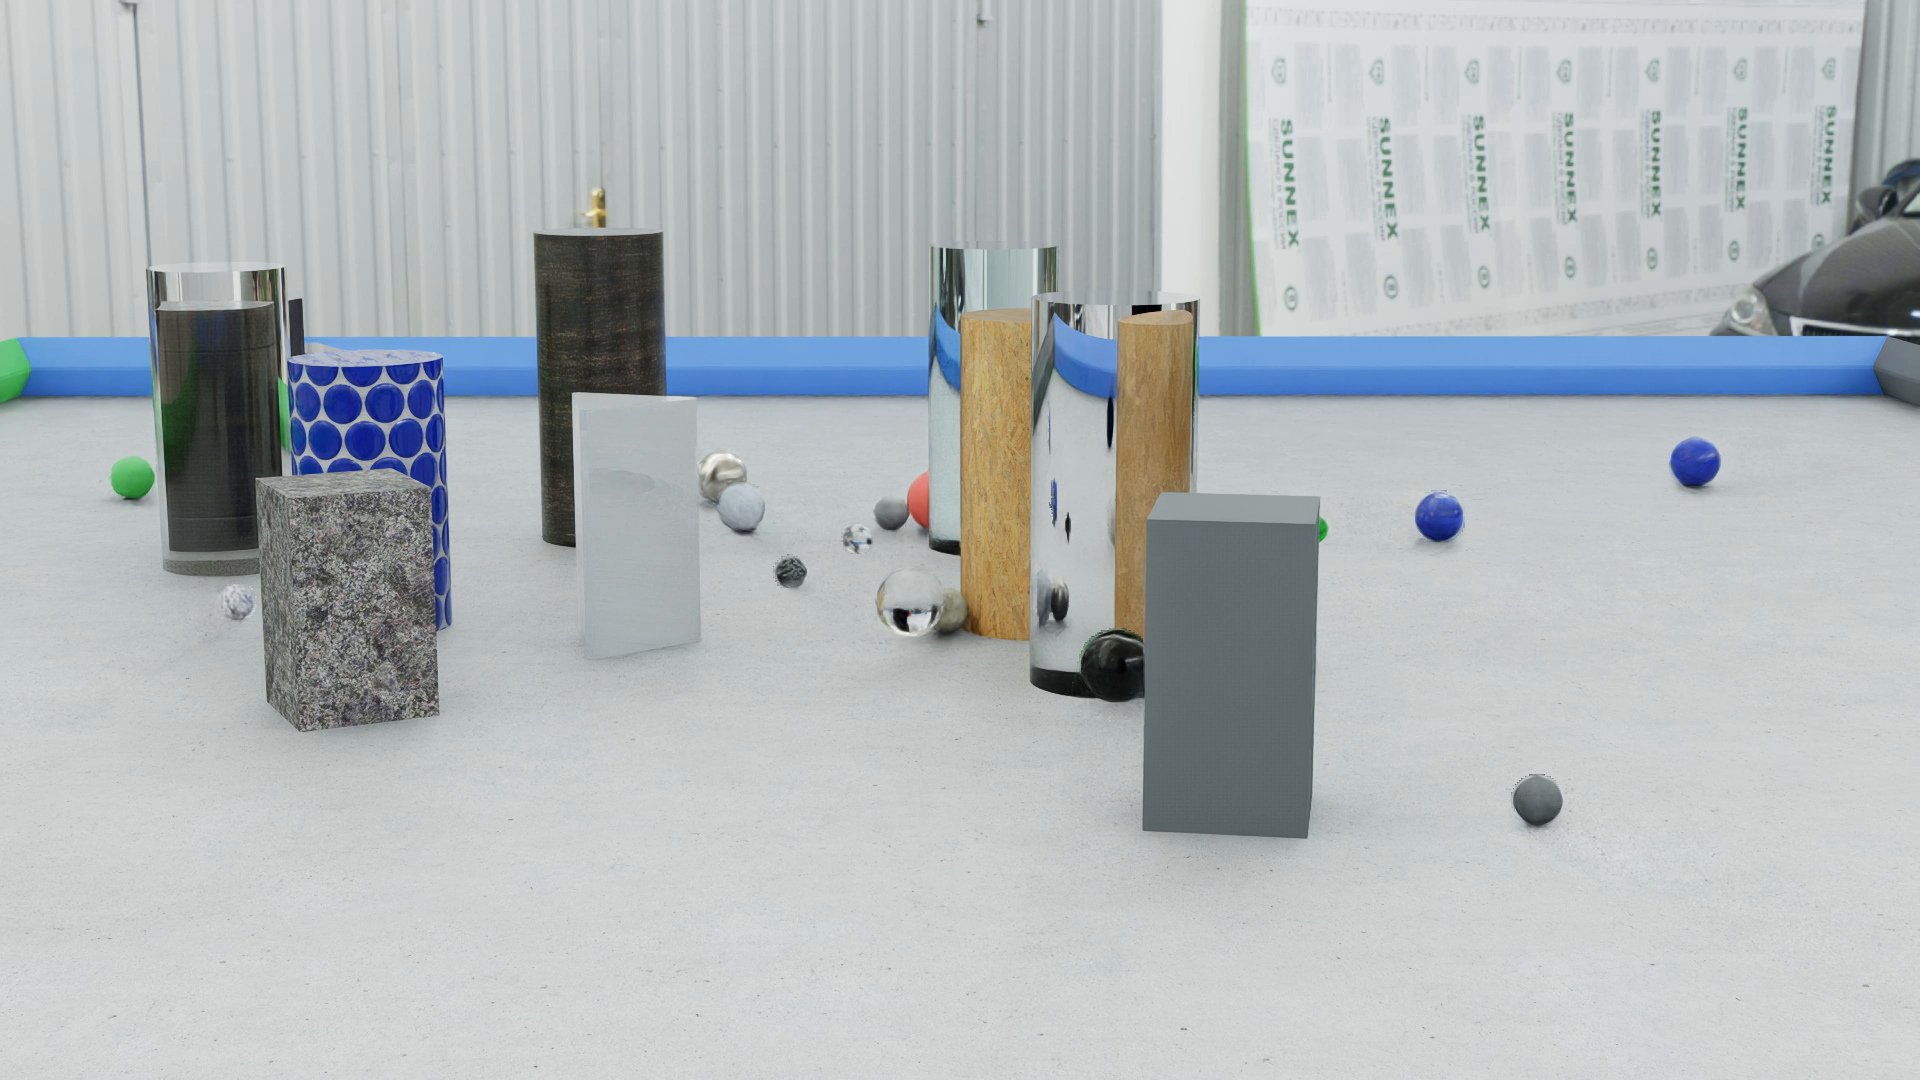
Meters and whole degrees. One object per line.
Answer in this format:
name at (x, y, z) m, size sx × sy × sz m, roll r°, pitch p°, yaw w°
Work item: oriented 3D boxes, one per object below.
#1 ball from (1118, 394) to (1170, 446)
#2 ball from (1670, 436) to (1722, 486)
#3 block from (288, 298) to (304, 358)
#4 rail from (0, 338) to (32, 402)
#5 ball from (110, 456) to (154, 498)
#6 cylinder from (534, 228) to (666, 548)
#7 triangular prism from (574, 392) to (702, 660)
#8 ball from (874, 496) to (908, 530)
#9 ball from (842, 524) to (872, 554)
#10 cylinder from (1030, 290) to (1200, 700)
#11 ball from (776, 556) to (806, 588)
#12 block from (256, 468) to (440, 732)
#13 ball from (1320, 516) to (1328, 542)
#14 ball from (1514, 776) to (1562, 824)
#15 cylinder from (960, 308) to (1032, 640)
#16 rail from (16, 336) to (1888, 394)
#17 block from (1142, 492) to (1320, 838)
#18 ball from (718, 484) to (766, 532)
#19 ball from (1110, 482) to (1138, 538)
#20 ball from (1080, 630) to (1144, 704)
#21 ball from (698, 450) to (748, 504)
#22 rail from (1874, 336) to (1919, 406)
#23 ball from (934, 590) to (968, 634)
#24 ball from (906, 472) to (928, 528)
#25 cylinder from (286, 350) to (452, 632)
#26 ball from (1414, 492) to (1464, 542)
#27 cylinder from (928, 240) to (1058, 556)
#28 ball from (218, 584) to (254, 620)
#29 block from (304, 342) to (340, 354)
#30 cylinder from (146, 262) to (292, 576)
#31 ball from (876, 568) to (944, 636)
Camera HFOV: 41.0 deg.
ball at (0.356, -0.233, 4.975) m, size 0.099 × 0.099 × 0.099 m, roll 0°, pitch 10°, yaw 0°
ball at (1.286, -0.137, 4.486) m, size 0.087 × 0.087 × 0.087 m, roll 0°, pitch 10°, yaw 0°
block at (-1.130, -0.190, 4.007) m, size 0.158 × 0.366 × 0.158 m, roll 3°, pitch 11°, yaw 16°
rail at (-2.063, 0.035, 3.437) m, size 0.045 × 0.128 × 4.639 m, roll 0°, pitch 10°, yaw 0°
ball at (-1.407, -0.107, 4.362) m, size 0.073 × 0.073 × 0.073 m, roll 0°, pitch 10°, yaw 0°
cylinder at (-0.553, -0.239, 3.970) m, size 0.197 × 0.475 × 0.197 m, roll 0°, pitch 10°, yaw 0°
triangular prism at (-0.445, -0.025, 3.264) m, size 0.171 × 0.312 × 0.148 m, roll -9°, pitch 14°, yaw -41°
ball at (-0.109, -0.043, 4.064) m, size 0.055 × 0.055 × 0.055 m, roll 0°, pitch 10°, yaw 0°
ball at (-0.154, -0.002, 3.866) m, size 0.046 × 0.046 × 0.046 m, roll 0°, pitch 10°, yaw 0°
cylinder at (0.182, -0.058, 3.037) m, size 0.197 × 0.459 × 0.197 m, roll 0°, pitch 10°, yaw 0°
ball at (-0.238, 0.046, 3.616) m, size 0.044 × 0.044 × 0.044 m, roll 0°, pitch 10°, yaw 0°
block at (-0.697, 0.064, 2.917) m, size 0.158 × 0.262 × 0.158 m, roll -6°, pitch 12°, yaw -27°
ball at (0.547, -0.017, 3.958) m, size 0.043 × 0.043 × 0.043 m, roll 0°, pitch 10°, yaw 0°
ball at (0.561, 0.253, 2.490) m, size 0.047 × 0.047 × 0.047 m, roll 0°, pitch 10°, yaw 0°
cylinder at (0.099, -0.089, 3.346) m, size 0.197 × 0.408 × 0.197 m, roll 0°, pitch 10°, yaw 0°
rail at (-0.013, -0.385, 5.706) m, size 4.173 × 0.128 × 0.045 m, roll 0°, pitch 10°, yaw 0°
block at (0.266, 0.118, 2.508) m, size 0.158 × 0.305 × 0.158 m, roll 2°, pitch 11°, yaw 9°
ball at (-0.345, -0.051, 4.054) m, size 0.075 × 0.075 × 0.075 m, roll 0°, pitch 10°, yaw 0°
ball at (0.232, -0.047, 3.996) m, size 0.088 × 0.088 × 0.088 m, roll 0°, pitch 10°, yaw 0°
ball at (0.179, 0.145, 2.932) m, size 0.083 × 0.083 × 0.083 m, roll 0°, pitch 10°, yaw 0°
ball at (-0.401, -0.105, 4.305) m, size 0.090 × 0.090 × 0.090 m, roll 0°, pitch 10°, yaw 0°
rail at (2.063, 0.031, 3.461) m, size 0.045 × 0.128 × 4.639 m, roll 0°, pitch 10°, yaw 0°
ball at (-0.017, 0.093, 3.329) m, size 0.056 × 0.056 × 0.056 m, roll 0°, pitch 10°, yaw 0°
ball at (-0.035, -0.063, 4.058) m, size 0.097 × 0.097 × 0.097 m, roll 0°, pitch 10°, yaw 0°
cylinder at (-0.769, -0.062, 3.351) m, size 0.197 × 0.353 × 0.197 m, roll 0°, pitch 10°, yaw 0°
ball at (0.741, -0.036, 3.970) m, size 0.076 × 0.076 × 0.076 m, roll 0°, pitch 10°, yaw 0°
cylinder at (0.050, -0.218, 3.898) m, size 0.197 × 0.460 × 0.197 m, roll 0°, pitch 10°, yaw 0°
ball at (-0.962, 0.083, 3.410) m, size 0.046 × 0.046 × 0.046 m, roll 0°, pitch 10°, yaw 0°
block at (-1.151, -0.204, 4.406) m, size 0.158 × 0.248 × 0.158 m, roll -6°, pitch 12°, yaw -31°
cylinder at (-1.077, -0.180, 3.756) m, size 0.197 × 0.438 × 0.197 m, roll 0°, pitch 10°, yaw 0°
ball at (-0.064, 0.079, 3.277) m, size 0.088 × 0.088 × 0.088 m, roll 0°, pitch 10°, yaw 0°
